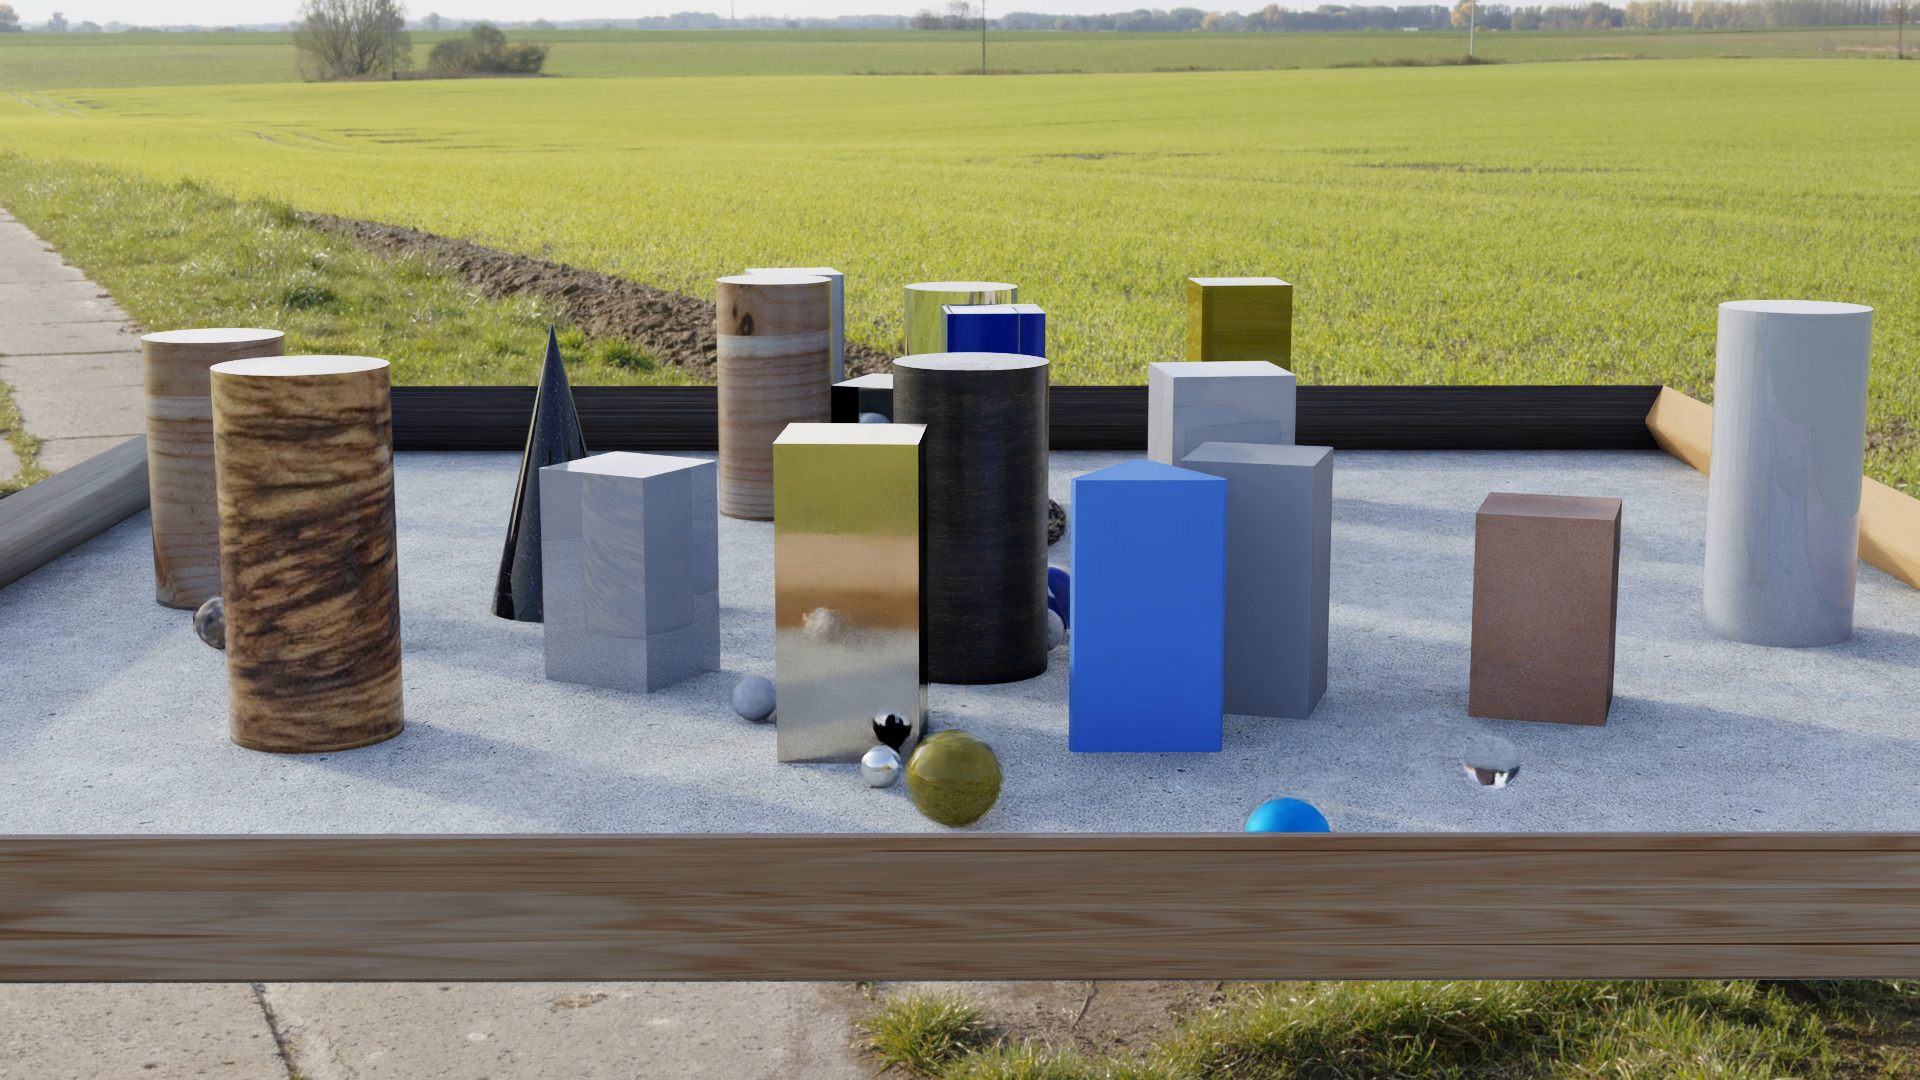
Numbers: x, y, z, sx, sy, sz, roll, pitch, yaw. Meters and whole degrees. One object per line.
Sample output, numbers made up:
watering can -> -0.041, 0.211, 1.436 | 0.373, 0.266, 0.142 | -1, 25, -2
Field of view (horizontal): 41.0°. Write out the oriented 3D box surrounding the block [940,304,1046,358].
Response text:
block -> 0.050, -0.185, 3.990 | 0.149, 0.350, 0.149 | -1, 11, -4

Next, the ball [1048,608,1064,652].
ball -> 0.102, 0.112, 3.200 | 0.056, 0.056, 0.056 | 0, 11, 0

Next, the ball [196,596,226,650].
ball -> -0.924, 0.104, 3.216 | 0.067, 0.067, 0.067 | 0, 11, 0

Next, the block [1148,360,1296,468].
block -> 0.319, -0.033, 3.160 | 0.149, 0.357, 0.149 | -1, 11, -7

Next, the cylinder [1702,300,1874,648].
cylinder -> 1.056, -0.088, 3.280 | 0.187, 0.420, 0.187 | 0, 11, 0

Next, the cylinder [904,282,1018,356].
cylinder -> 0.002, -0.239, 4.247 | 0.187, 0.362, 0.187 | 0, 11, 0

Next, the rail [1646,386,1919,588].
rail -> 1.317, 0.030, 3.457 | 0.045, 0.121, 2.856 | 0, 11, 0

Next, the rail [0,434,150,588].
rail -> -1.317, 0.033, 3.442 | 0.045, 0.121, 2.856 | 0, 11, 0

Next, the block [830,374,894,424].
block -> -0.084, -0.086, 3.653 | 0.149, 0.280, 0.149 | 4, 11, 21

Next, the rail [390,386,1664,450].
rail -> -0.008, -0.227, 4.830 | 2.681, 0.121, 0.045 | 0, 11, 0

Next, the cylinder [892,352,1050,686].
cylinder -> 0.013, -0.029, 3.090 | 0.187, 0.374, 0.187 | 0, 11, 0

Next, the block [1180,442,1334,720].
block -> 0.338, 0.043, 2.938 | 0.149, 0.288, 0.149 | 3, 11, 16

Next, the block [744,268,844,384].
block -> -0.285, -0.278, 4.428 | 0.149, 0.371, 0.149 | -2, 11, -12

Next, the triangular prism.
triangular prism -> 0.198, 0.068, 2.784 | 0.162, 0.294, 0.140 | 0, 11, 0

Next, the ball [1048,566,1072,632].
ball -> 0.111, 0.078, 3.284 | 0.092, 0.092, 0.092 | 0, 11, 0

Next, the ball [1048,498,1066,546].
ball -> 0.124, -0.027, 3.891 | 0.075, 0.075, 0.075 | 0, 11, 0

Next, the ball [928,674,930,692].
ball -> -0.074, 0.160, 2.872 | 0.082, 0.082, 0.082 | 0, 11, 0

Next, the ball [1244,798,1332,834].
ball -> 0.292, 0.270, 2.290 | 0.079, 0.079, 0.079 | 0, 11, 0

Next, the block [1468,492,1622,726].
block -> 0.666, 0.076, 2.914 | 0.149, 0.233, 0.149 | 3, 11, 17

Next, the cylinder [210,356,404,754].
cylinder -> -0.707, 0.012, 2.786 | 0.187, 0.405, 0.187 | 0, 11, 0

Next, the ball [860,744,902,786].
ball -> -0.080, 0.230, 2.608 | 0.042, 0.042, 0.042 | 0, 11, 0

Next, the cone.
cone -> -0.539, -0.098, 3.428 | 0.187, 0.385, 0.187 | 0, 11, 0

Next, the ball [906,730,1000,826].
ball -> -0.007, 0.229, 2.474 | 0.092, 0.092, 0.092 | 0, 11, 0

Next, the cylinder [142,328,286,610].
cylinder -> -1.009, -0.099, 3.500 | 0.187, 0.361, 0.187 | 0, 11, 0

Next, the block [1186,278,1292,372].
block -> 0.464, -0.251, 4.304 | 0.149, 0.365, 0.149 | -1, 11, -5

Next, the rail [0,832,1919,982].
rail -> 0.008, 0.289, 2.069 | 2.681, 0.121, 0.045 | 0, 11, 0

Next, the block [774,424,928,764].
block -> -0.114, 0.054, 2.736 | 0.149, 0.339, 0.149 | 1, 11, 3

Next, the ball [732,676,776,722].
ball -> -0.230, 0.177, 2.867 | 0.051, 0.051, 0.051 | 0, 11, 0

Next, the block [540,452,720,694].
block -> -0.393, 0.036, 3.066 | 0.149, 0.255, 0.149 | 6, 12, 29

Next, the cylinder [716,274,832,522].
cylinder -> -0.300, -0.234, 4.169 | 0.187, 0.380, 0.187 | 0, 11, 0

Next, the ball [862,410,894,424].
ball -> -0.140, -0.198, 4.768 | 0.090, 0.090, 0.090 | 0, 11, 0

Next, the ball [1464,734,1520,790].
ball -> 0.539, 0.225, 2.599 | 0.055, 0.055, 0.055 | 0, 11, 0
